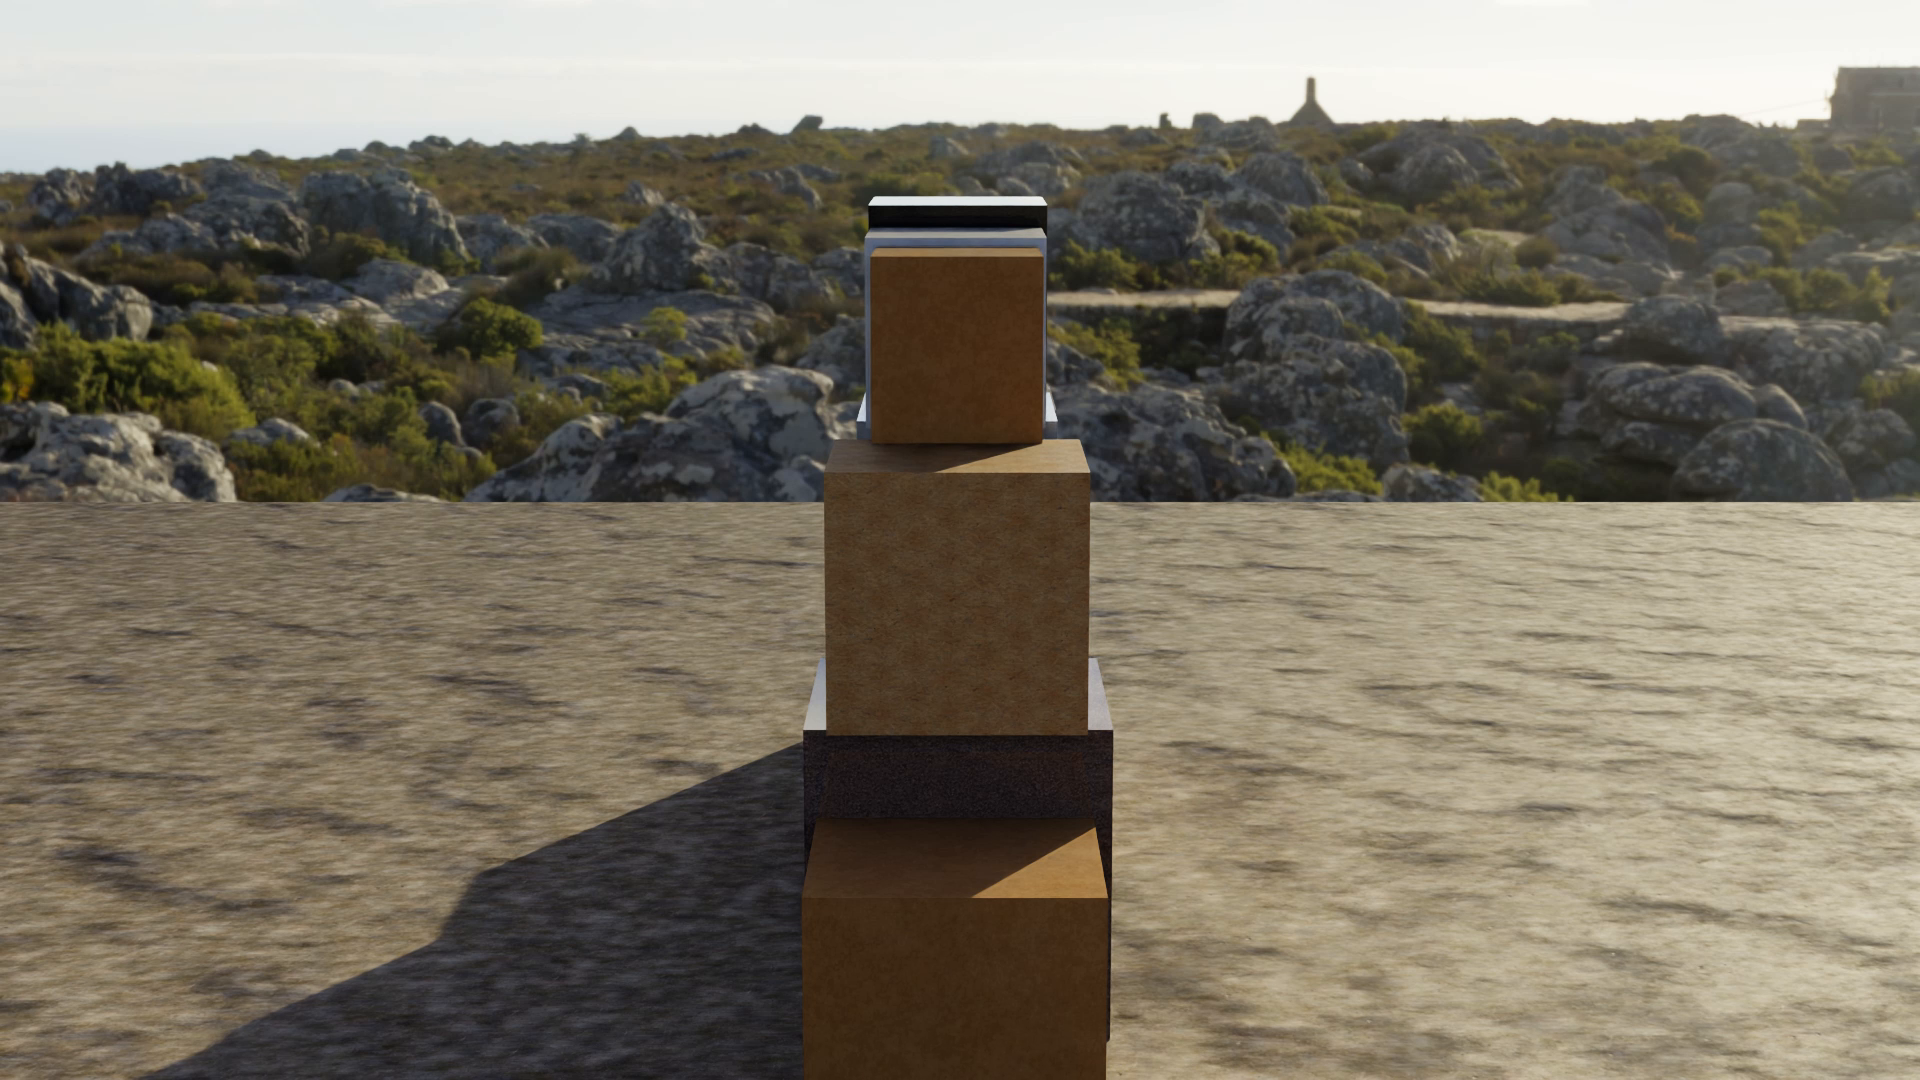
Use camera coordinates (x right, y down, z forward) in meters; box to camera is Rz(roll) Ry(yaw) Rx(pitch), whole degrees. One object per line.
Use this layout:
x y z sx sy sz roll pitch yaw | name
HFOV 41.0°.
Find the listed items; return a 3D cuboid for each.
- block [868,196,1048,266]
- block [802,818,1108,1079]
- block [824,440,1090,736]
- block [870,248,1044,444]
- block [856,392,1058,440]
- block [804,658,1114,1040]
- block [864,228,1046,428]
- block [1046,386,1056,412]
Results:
-0.009 -1.070 11.378 0.763 0.862 0.747 0 10 0 | block
-0.017 1.506 8.906 1.002 0.850 0.909 0 10 0 | block
-0.010 0.156 9.474 0.934 0.948 0.826 0 10 0 | block
-0.011 -0.768 9.969 0.646 0.701 0.693 0 9 0 | block
-0.012 -0.151 11.158 0.830 0.867 0.962 0 10 0 | block
-0.006 1.159 9.898 1.117 1.178 1.147 0 10 0 | block
-0.017 -0.892 10.663 0.727 0.769 0.706 0 10 0 | block
0.011 -0.277 12.072 0.848 0.788 0.862 0 10 0 | block
